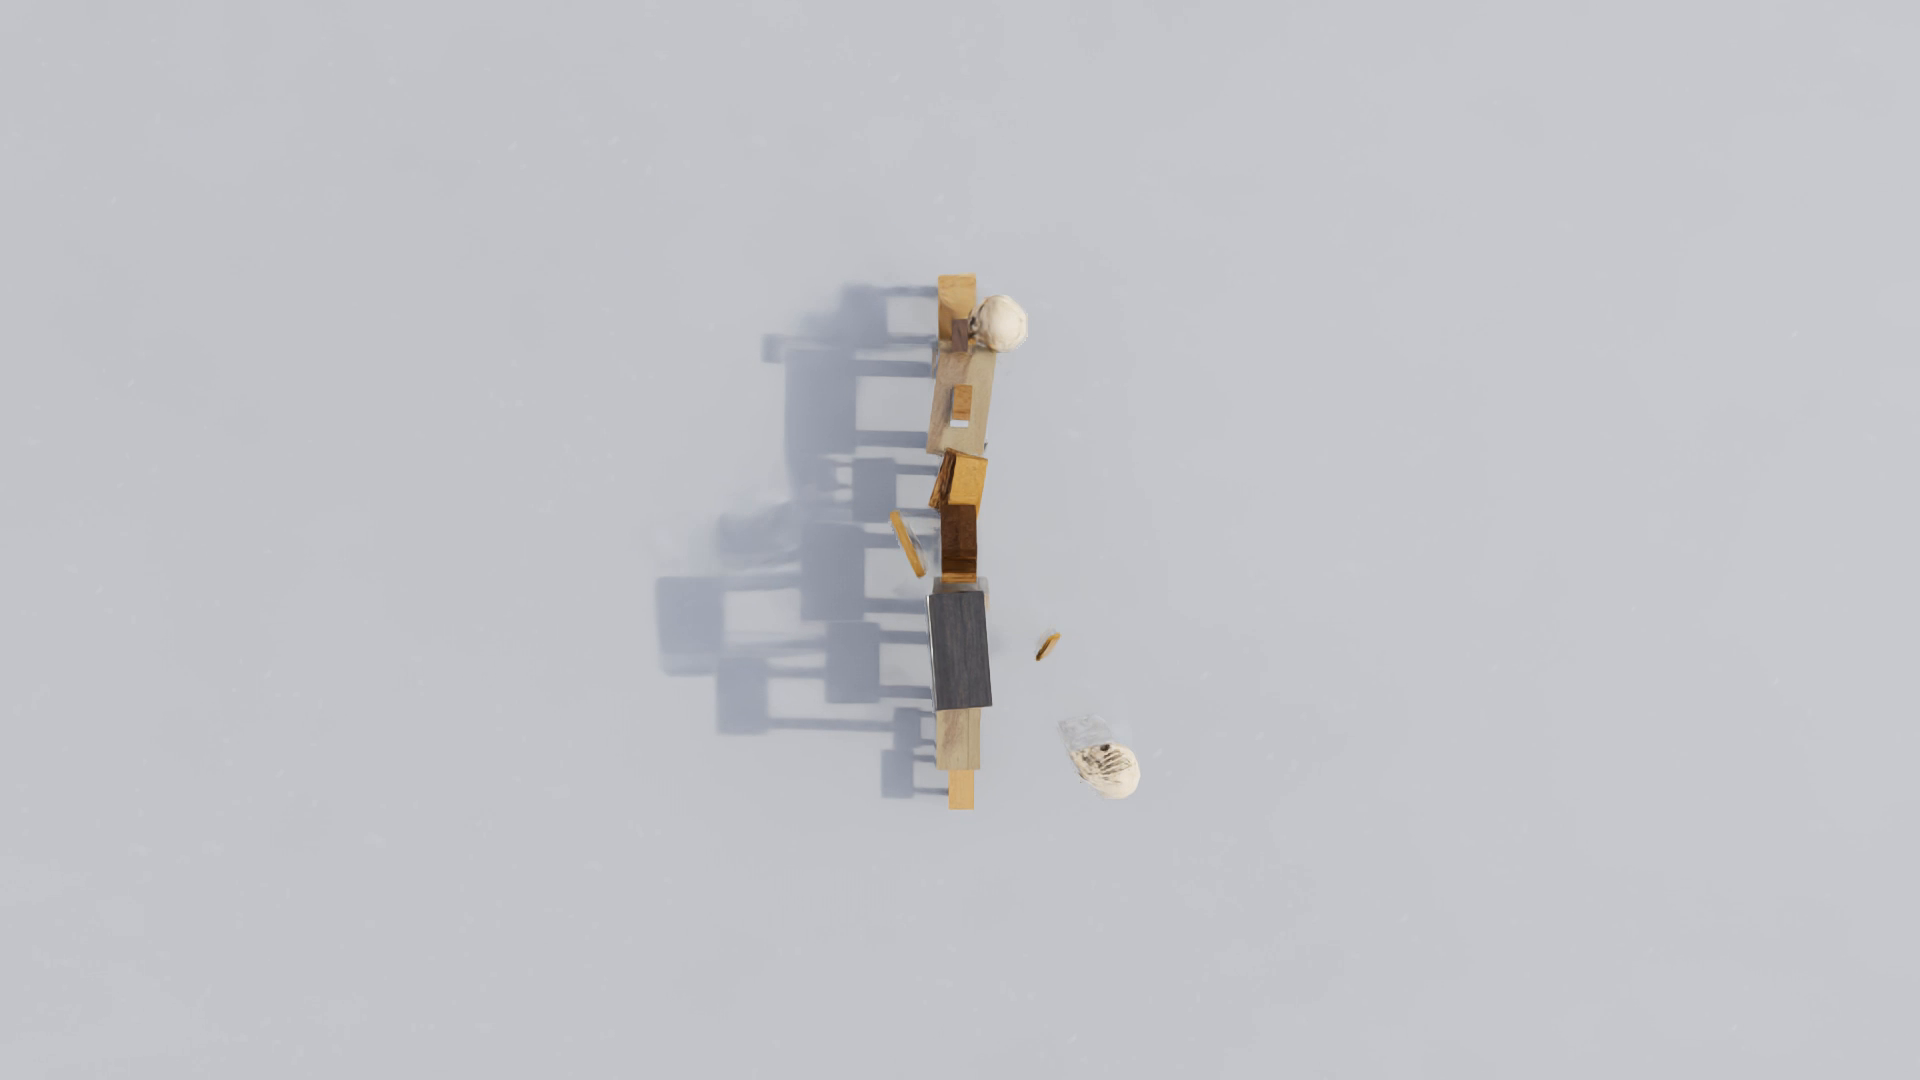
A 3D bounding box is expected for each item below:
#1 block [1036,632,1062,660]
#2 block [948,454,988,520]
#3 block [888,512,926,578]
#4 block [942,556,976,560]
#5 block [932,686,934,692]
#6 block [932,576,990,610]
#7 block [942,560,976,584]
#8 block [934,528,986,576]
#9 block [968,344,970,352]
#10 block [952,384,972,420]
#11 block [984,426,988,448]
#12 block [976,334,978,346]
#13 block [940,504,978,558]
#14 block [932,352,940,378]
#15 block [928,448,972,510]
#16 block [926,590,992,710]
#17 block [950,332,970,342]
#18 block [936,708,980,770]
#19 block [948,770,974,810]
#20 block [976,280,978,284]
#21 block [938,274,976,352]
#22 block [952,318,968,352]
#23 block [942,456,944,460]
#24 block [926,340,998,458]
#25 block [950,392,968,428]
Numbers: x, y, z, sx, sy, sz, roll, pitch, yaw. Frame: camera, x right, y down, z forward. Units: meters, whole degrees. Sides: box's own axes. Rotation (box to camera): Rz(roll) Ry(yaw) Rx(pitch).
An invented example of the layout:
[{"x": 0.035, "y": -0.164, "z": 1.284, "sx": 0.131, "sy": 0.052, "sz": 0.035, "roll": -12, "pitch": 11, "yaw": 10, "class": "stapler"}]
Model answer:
[{"x": 0.287, "y": 0.347, "z": 5.353, "sx": 0.054, "sy": 0.109, "sz": 0.015, "roll": -25, "pitch": 65, "yaw": -39, "class": "block"}, {"x": 0.023, "y": -0.164, "z": 5.081, "sx": 0.097, "sy": 0.027, "sz": 0.194, "roll": 9, "pitch": 112, "yaw": -3, "class": "block"}, {"x": -0.161, "y": 0.014, "z": 5.019, "sx": 0.027, "sy": 0.097, "sz": 0.194, "roll": -25, "pitch": 60, "yaw": -1, "class": "block"}, {"x": -0.003, "y": -0.037, "z": 5.098, "sx": 0.107, "sy": 0.334, "sz": 0.030, "roll": 0, "pitch": 120, "yaw": 0, "class": "block"}, {"x": 0.003, "y": 0.386, "z": 4.992, "sx": 0.167, "sy": 0.392, "sz": 0.047, "roll": 0, "pitch": 99, "yaw": 0, "class": "block"}, {"x": 0.003, "y": 0.160, "z": 4.962, "sx": 0.167, "sy": 0.334, "sz": 0.047, "roll": 0, "pitch": 98, "yaw": 0, "class": "block"}, {"x": -0.003, "y": 0.078, "z": 5.025, "sx": 0.107, "sy": 0.213, "sz": 0.030, "roll": 0, "pitch": 110, "yaw": 0, "class": "block"}, {"x": -0.001, "y": 0.124, "z": 5.153, "sx": 0.162, "sy": 0.046, "sz": 0.323, "roll": 0, "pitch": 90, "yaw": 0, "class": "block"}, {"x": 0.005, "y": -0.587, "z": 5.047, "sx": 0.050, "sy": 0.100, "sz": 0.014, "roll": 1, "pitch": 90, "yaw": 3, "class": "block"}, {"x": 0.008, "y": -0.424, "z": 5.075, "sx": 0.054, "sy": 0.015, "sz": 0.109, "roll": 5, "pitch": 90, "yaw": 0, "class": "block"}, {"x": -0.001, "y": -0.329, "z": 5.324, "sx": 0.176, "sy": 0.352, "sz": 0.050, "roll": 0, "pitch": 90, "yaw": 0, "class": "block"}, {"x": -0.004, "y": -0.650, "z": 5.378, "sx": 0.121, "sy": 0.241, "sz": 0.034, "roll": 0, "pitch": 98, "yaw": 0, "class": "block"}, {"x": -0.004, "y": -0.029, "z": 4.995, "sx": 0.107, "sy": 0.213, "sz": 0.030, "roll": -1, "pitch": 131, "yaw": -1, "class": "block"}, {"x": -0.001, "y": -0.563, "z": 5.324, "sx": 0.176, "sy": 0.352, "sz": 0.050, "roll": 0, "pitch": 90, "yaw": 0, "class": "block"}, {"x": -0.024, "y": -0.182, "z": 5.104, "sx": 0.097, "sy": 0.027, "sz": 0.194, "roll": 17, "pitch": 111, "yaw": -6, "class": "block"}, {"x": -0.002, "y": 0.319, "z": 4.771, "sx": 0.167, "sy": 0.047, "sz": 0.334, "roll": -5, "pitch": 90, "yaw": 0, "class": "block"}, {"x": -0.001, "y": -0.629, "z": 5.107, "sx": 0.050, "sy": 0.226, "sz": 0.014, "roll": 32, "pitch": 86, "yaw": -1, "class": "block"}, {"x": -0.005, "y": 0.554, "z": 4.913, "sx": 0.129, "sy": 0.036, "sz": 0.257, "roll": 0, "pitch": 90, "yaw": 0, "class": "block"}, {"x": 0.004, "y": 0.787, "z": 5.326, "sx": 0.081, "sy": 0.023, "sz": 0.163, "roll": 0, "pitch": 90, "yaw": 0, "class": "block"}, {"x": -0.006, "y": -0.823, "z": 5.379, "sx": 0.121, "sy": 0.241, "sz": 0.034, "roll": 1, "pitch": 94, "yaw": 0, "class": "block"}, {"x": -0.009, "y": -0.722, "z": 5.239, "sx": 0.121, "sy": 0.034, "sz": 0.241, "roll": -1, "pitch": 90, "yaw": 0, "class": "block"}, {"x": 0.000, "y": -0.619, "z": 4.987, "sx": 0.050, "sy": 0.014, "sz": 0.100, "roll": 1, "pitch": 92, "yaw": 1, "class": "block"}, {"x": 0.000, "y": -0.161, "z": 5.266, "sx": 0.109, "sy": 0.031, "sz": 0.218, "roll": 0, "pitch": 90, "yaw": 0, "class": "block"}, {"x": 0.005, "y": -0.431, "z": 5.123, "sx": 0.176, "sy": 0.050, "sz": 0.352, "roll": 8, "pitch": 90, "yaw": 0, "class": "block"}, {"x": 0.001, "y": -0.403, "z": 5.090, "sx": 0.054, "sy": 0.015, "sz": 0.109, "roll": 5, "pitch": 90, "yaw": 0, "class": "block"}]
